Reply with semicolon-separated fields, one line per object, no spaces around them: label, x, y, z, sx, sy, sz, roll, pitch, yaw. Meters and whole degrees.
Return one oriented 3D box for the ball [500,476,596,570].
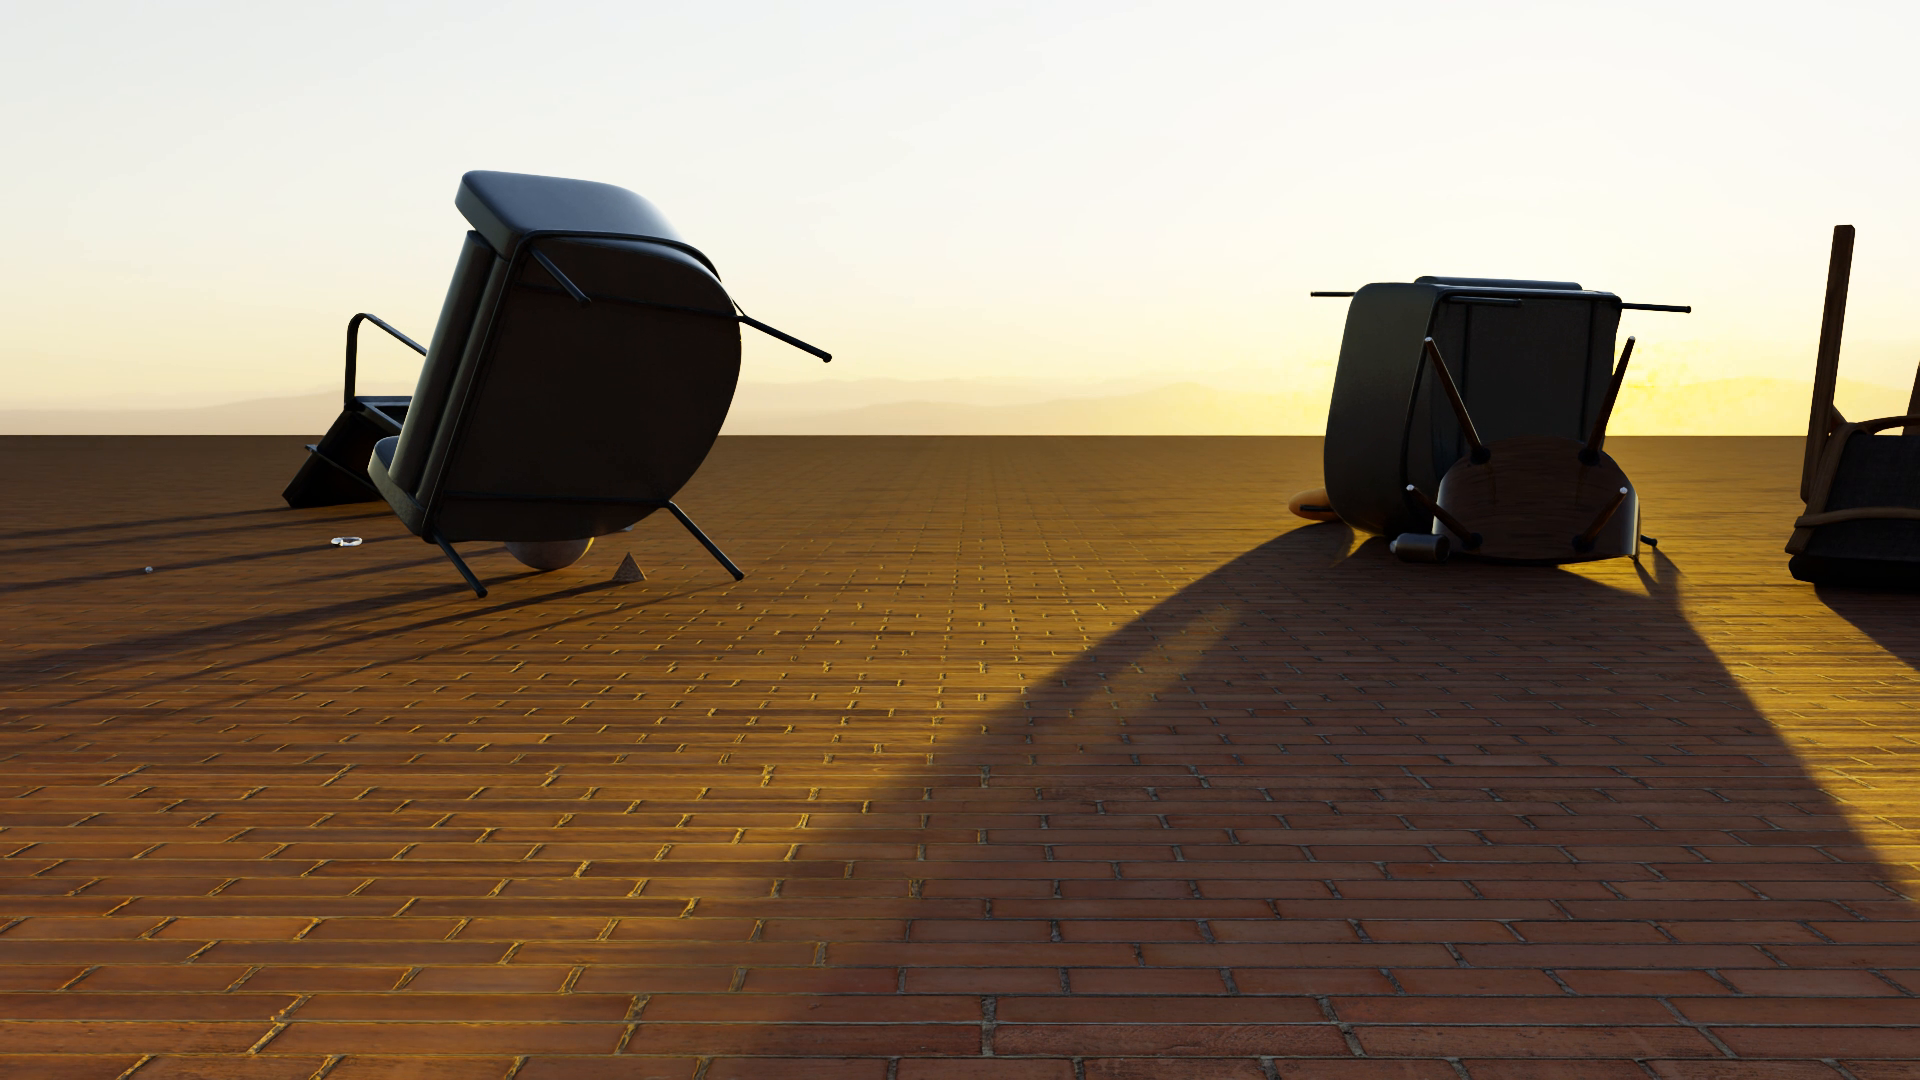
ball;-1.019;-0.042;5.442;0.236;0.236;0.236;0;4;0

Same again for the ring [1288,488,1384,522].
ring;1.249;-0.117;7.309;0.282;0.064;0.380;11;-12;-23

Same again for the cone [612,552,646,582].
cone;-0.779;0.060;5.176;0.082;0.068;0.088;2;4;28

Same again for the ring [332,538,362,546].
ring;-1.762;0.005;6.317;0.052;0.022;0.105;4;5;32
